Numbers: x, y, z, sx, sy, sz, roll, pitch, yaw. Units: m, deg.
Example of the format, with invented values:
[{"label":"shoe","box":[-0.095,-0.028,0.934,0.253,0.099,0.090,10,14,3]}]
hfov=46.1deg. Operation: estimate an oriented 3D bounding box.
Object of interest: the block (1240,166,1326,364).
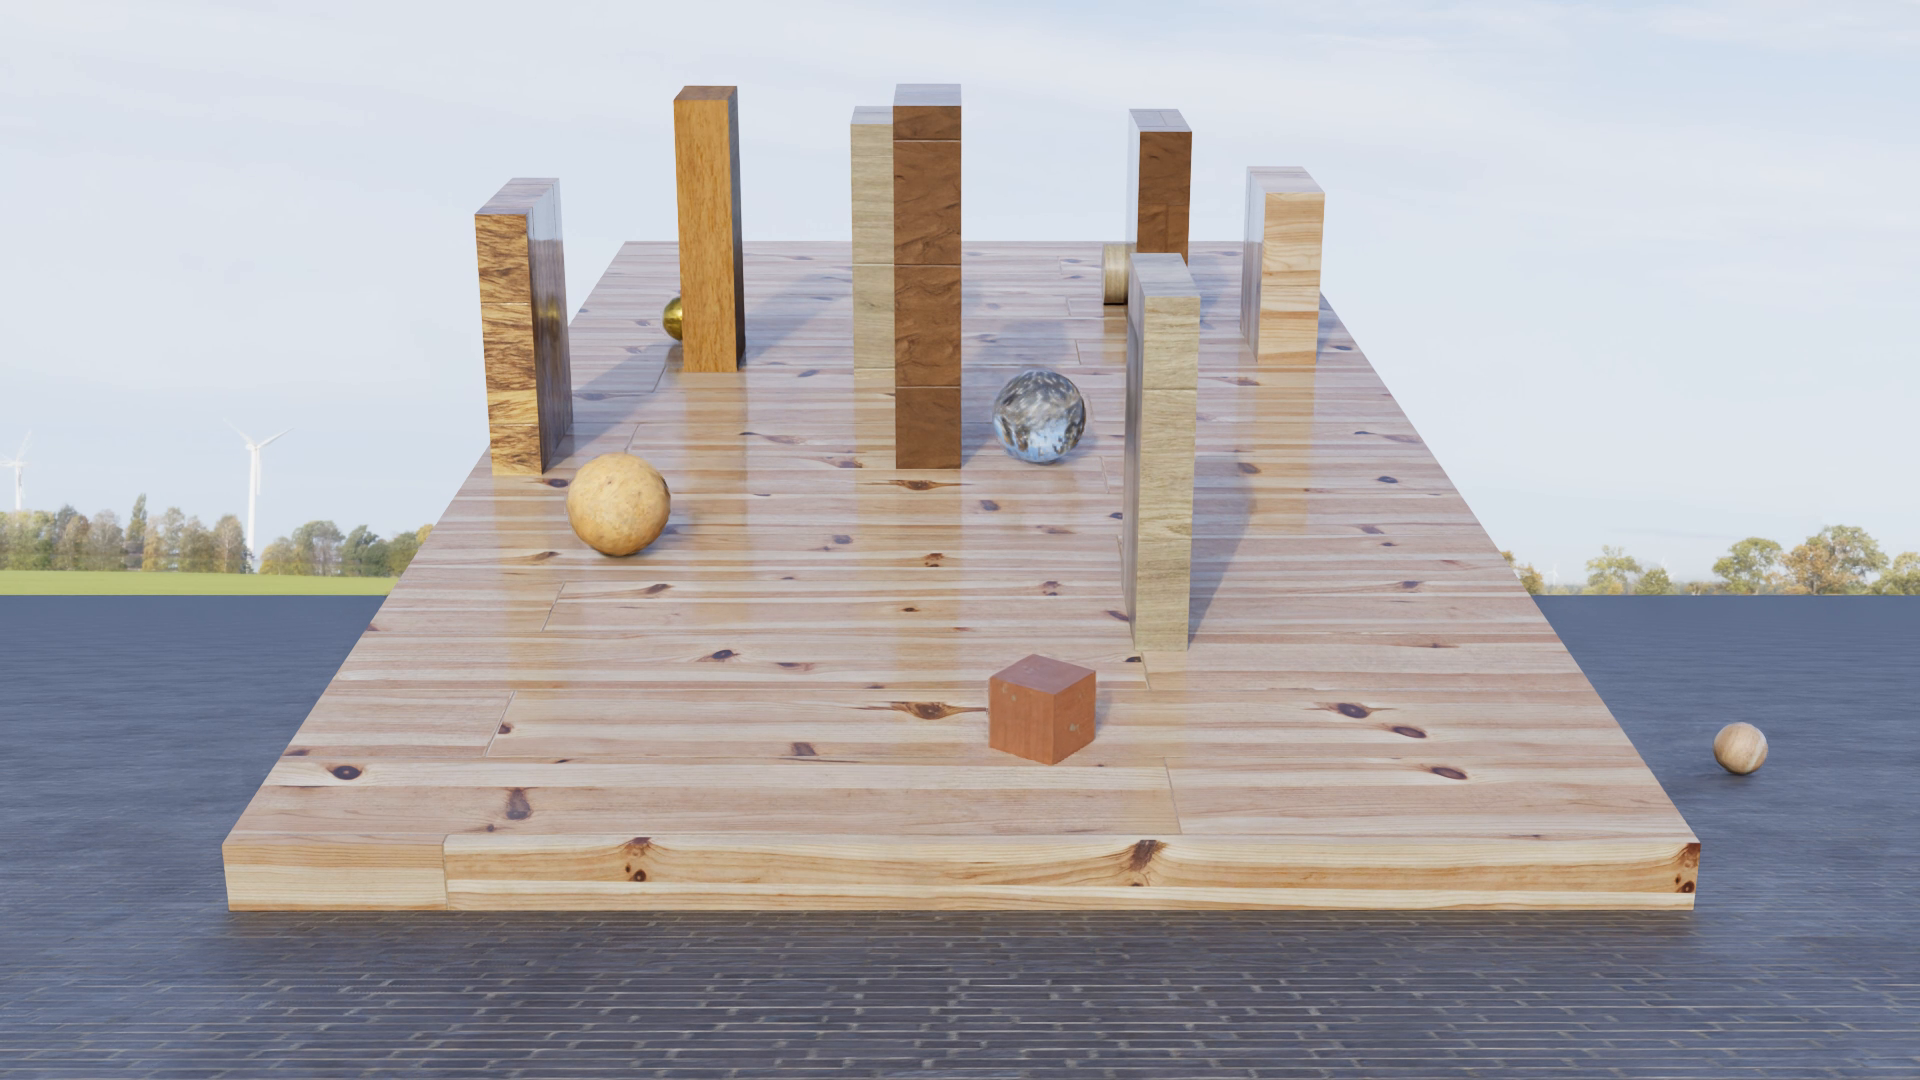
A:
[{"label":"block","box":[0.790,-0.682,5.556,0.141,0.416,0.363,0,19,0]}]

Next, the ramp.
[{"label":"ramp","box":[-0.004,-0.200,4.953,2.000,0.100,4.000,0,19,0]}]

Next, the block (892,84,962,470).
[{"label":"block","box":[-0.065,-0.548,4.672,0.135,0.743,0.312,0,19,0]}]

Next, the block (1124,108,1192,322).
[{"label":"block","box":[0.498,-0.800,5.719,0.127,0.530,0.373,0,19,0]}]

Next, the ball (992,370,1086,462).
[{"label":"ball","box":[0.165,-0.257,4.674,0.193,0.193,0.193,0,-1,0]}]

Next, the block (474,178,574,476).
[{"label":"block","box":[-0.905,-0.453,4.708,0.101,0.537,0.408,0,19,0]}]

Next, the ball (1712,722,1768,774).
[{"label":"ball","box":[1.842,0.492,5.322,0.123,0.123,0.123,0,-1,0]}]

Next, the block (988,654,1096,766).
[{"label":"block","box":[0.122,0.250,3.339,0.113,0.113,0.113,13,23,34]}]

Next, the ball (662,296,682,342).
[{"label":"ball","box":[-0.687,-0.553,5.634,0.116,0.116,0.116,0,-1,0]}]

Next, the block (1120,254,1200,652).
[{"label":"block","box":[0.330,-0.151,3.760,0.086,0.595,0.325,0,19,0]}]

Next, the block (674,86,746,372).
[{"label":"block","box":[-0.595,-0.744,5.385,0.126,0.642,0.243,0,19,0]}]

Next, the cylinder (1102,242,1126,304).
[{"label":"cylinder","box":[0.464,-0.714,6.032,0.162,0.162,0.162,0,-1,0]}]

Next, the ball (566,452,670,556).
[{"label":"ball","box":[-0.625,-0.066,4.129,0.189,0.189,0.189,0,-1,0]}]

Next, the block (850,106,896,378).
[{"label":"block","box":[-0.201,-0.709,5.352,0.098,0.598,0.278,0,19,0]}]
